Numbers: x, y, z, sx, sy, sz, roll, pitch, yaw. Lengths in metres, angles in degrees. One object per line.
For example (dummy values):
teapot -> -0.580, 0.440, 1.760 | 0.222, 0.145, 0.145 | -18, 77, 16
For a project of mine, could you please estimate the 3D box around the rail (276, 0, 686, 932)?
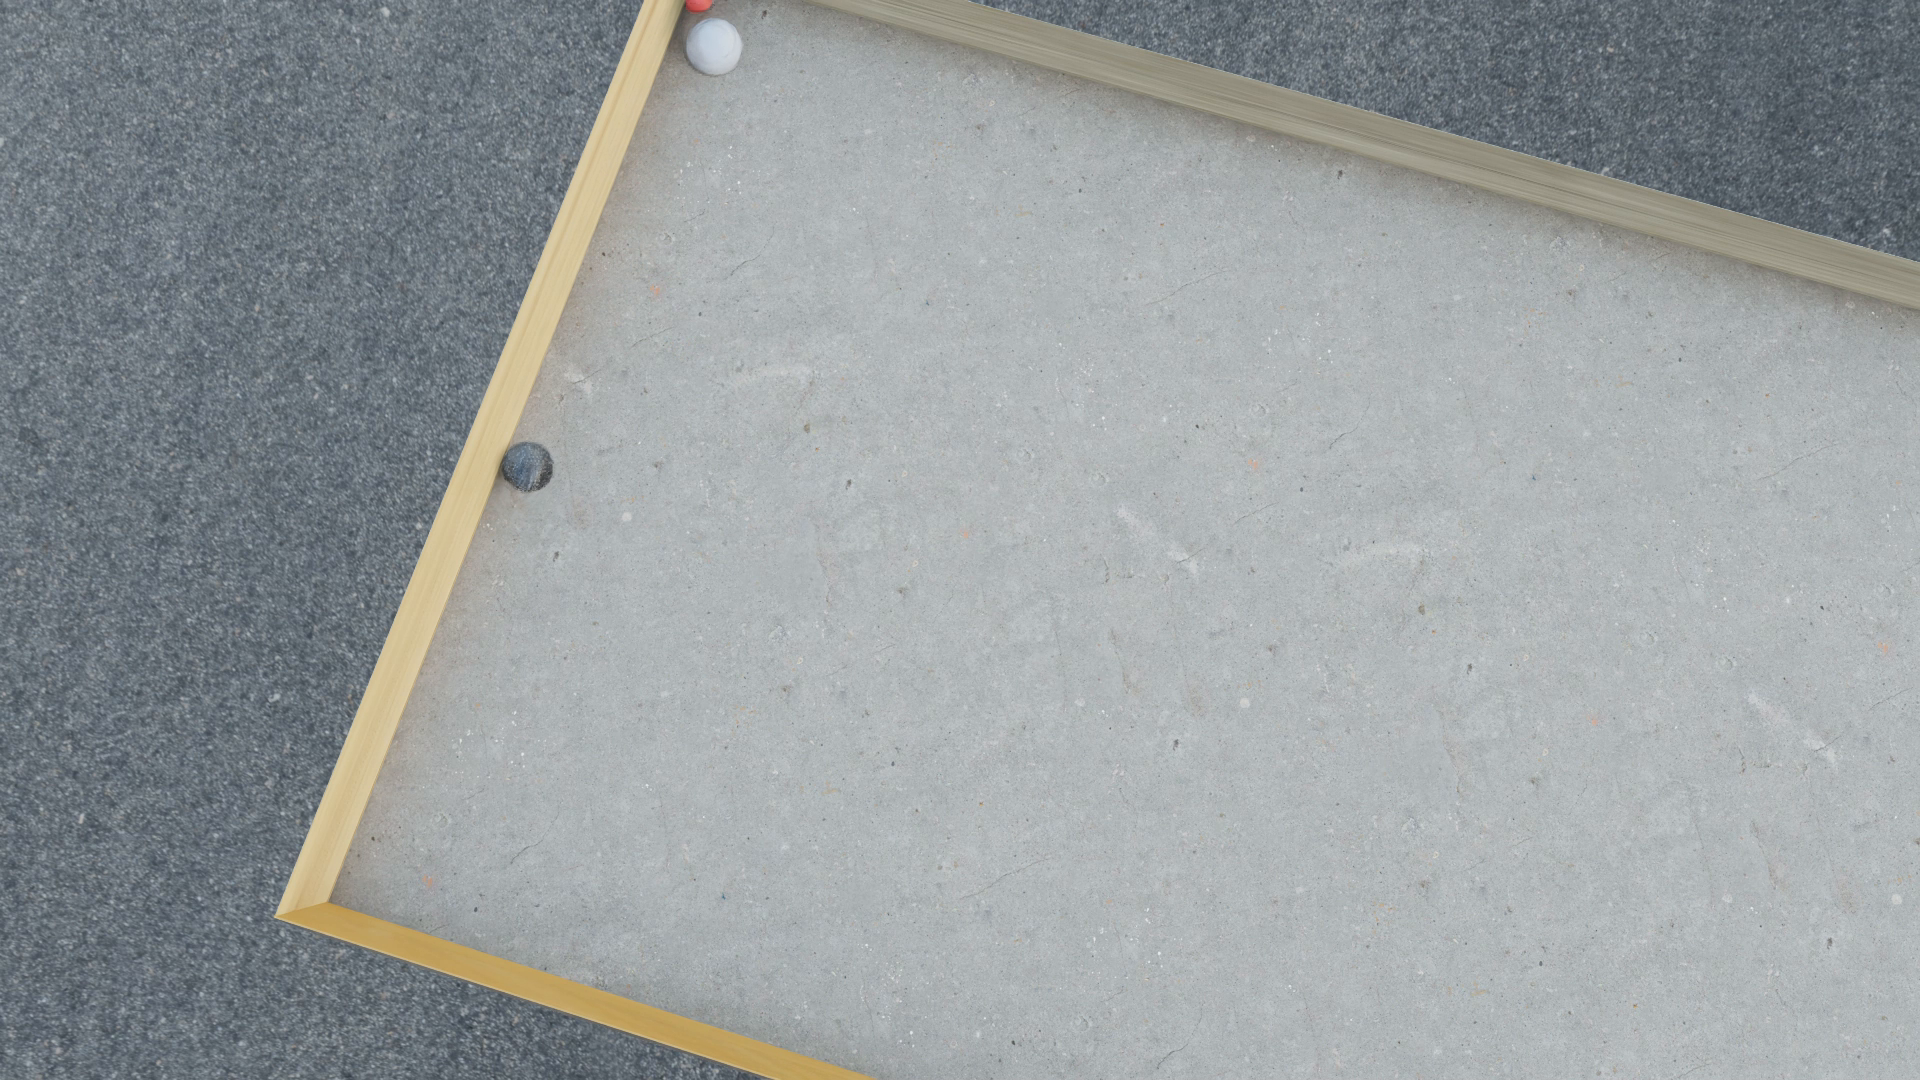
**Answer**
rail -> -0.700, -0.217, 3.431 | 0.045, 0.120, 1.712 | 17, 73, 5

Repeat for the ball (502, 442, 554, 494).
ball -> -0.672, -0.112, 3.420 | 0.078, 0.078, 0.078 | 0, 73, 0

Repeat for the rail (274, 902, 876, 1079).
rail -> 0.474, 0.964, 3.059 | 3.027, 0.120, 0.045 | 17, 73, 5

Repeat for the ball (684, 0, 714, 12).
ball -> -0.438, -0.910, 3.686 | 0.050, 0.050, 0.050 | 0, 73, 0

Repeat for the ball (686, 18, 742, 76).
ball -> -0.407, -0.815, 3.634 | 0.092, 0.092, 0.092 | 0, 73, 0

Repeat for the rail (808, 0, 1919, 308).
rail -> 0.970, -0.551, 3.535 | 3.027, 0.120, 0.045 | 17, 73, 5
